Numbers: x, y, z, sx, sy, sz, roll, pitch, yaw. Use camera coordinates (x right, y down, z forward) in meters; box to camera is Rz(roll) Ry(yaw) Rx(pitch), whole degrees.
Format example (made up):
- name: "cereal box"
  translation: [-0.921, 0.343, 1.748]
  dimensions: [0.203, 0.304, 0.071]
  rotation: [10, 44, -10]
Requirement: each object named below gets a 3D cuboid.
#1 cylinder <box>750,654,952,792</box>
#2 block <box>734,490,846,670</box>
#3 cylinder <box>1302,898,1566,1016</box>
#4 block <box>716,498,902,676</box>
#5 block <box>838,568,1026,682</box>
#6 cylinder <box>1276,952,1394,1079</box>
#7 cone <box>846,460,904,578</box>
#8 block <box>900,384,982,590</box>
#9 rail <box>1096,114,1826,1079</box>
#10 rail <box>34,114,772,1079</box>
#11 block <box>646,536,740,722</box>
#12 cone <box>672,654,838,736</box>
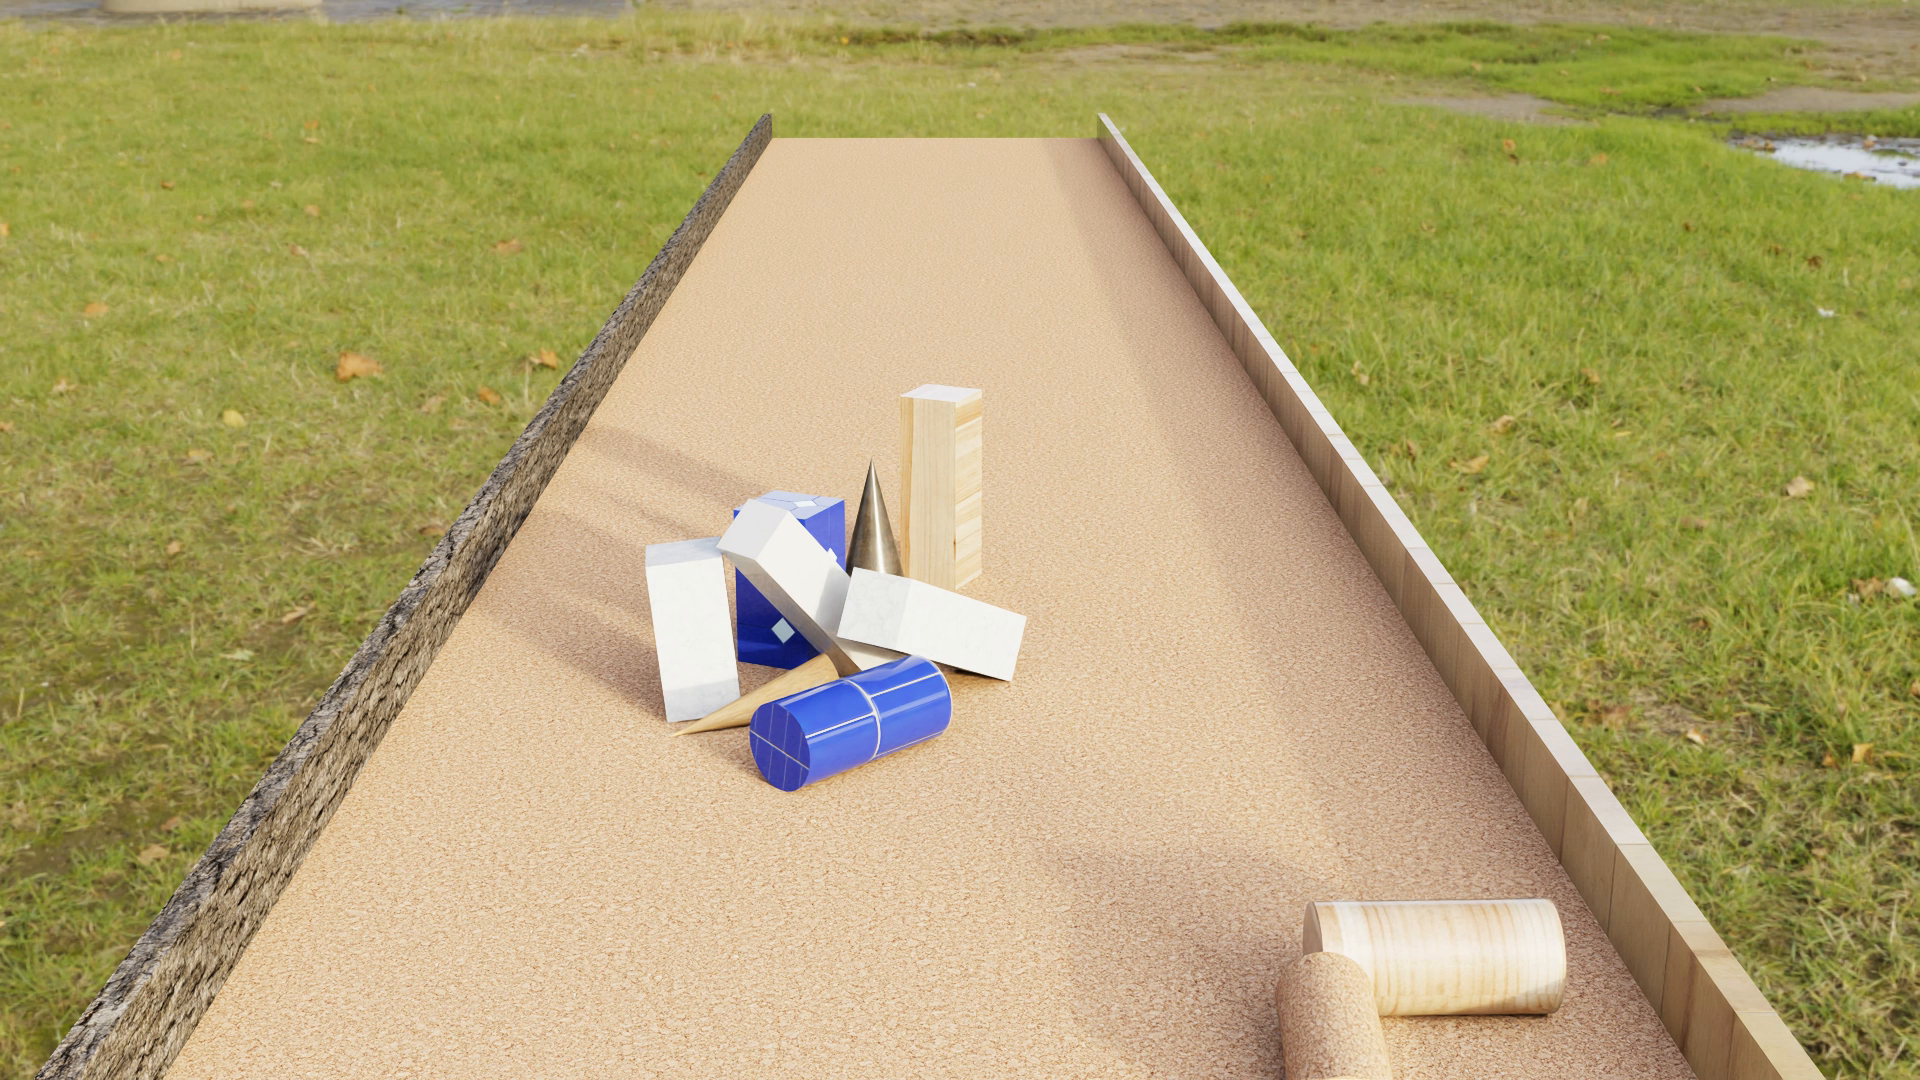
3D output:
- name: "cylinder"
  translation: [-0.189, 0.319, 3.877]
  dimensions: [0.158, 0.158, 0.342]
  rotation: [16, 23, 42]
- name: "block"
  translation: [-0.338, 0.081, 4.401]
  dimensions: [0.161, 0.316, 0.161]
  rotation: [8, 18, 24]
- name: "cylinder"
  translation: [0.648, 0.573, 3.024]
  dimensions: [0.326, 0.157, 0.157]
  rotation: [0, 17, -2]
- name: "block"
  translation: [-0.272, 0.106, 4.153]
  dimensions: [0.110, 0.454, 0.110]
  rotation: [17, 66, 41]
- name: "block"
  translation: [-0.047, 0.163, 4.156]
  dimensions: [0.130, 0.130, 0.427]
  rotation: [11, -5, 32]
- name: "cylinder"
  translation: [0.477, 0.656, 2.795]
  dimensions: [0.129, 0.129, 0.320]
  rotation: [1, 17, 4]
- name: "cone"
  translation: [-0.183, -0.004, 4.617]
  dimensions: [0.179, 0.356, 0.179]
  rotation: [0, 17, 0]
- name: "block"
  translation: [-0.042, -0.119, 4.879]
  dimensions: [0.135, 0.425, 0.135]
  rotation: [8, 18, 24]
- name: "rail"
  translation: [0.932, -0.844, 7.801]
  dimensions: [0.050, 0.150, 12.000]
  rotation: [0, 17, -1]
- name: "rail"
  translation: [-1.118, -0.838, 7.780]
  dimensions: [0.050, 0.150, 12.000]
  rotation: [0, 17, -1]
- name: "block"
  translation: [-0.498, 0.166, 4.113]
  dimensions: [0.140, 0.305, 0.140]
  rotation: [-7, 17, -6]
- name: "cone"
  translation: [-0.388, 0.313, 4.074]
  dimensions: [0.327, 0.114, 0.114]
  rotation: [-18, 22, -20]
